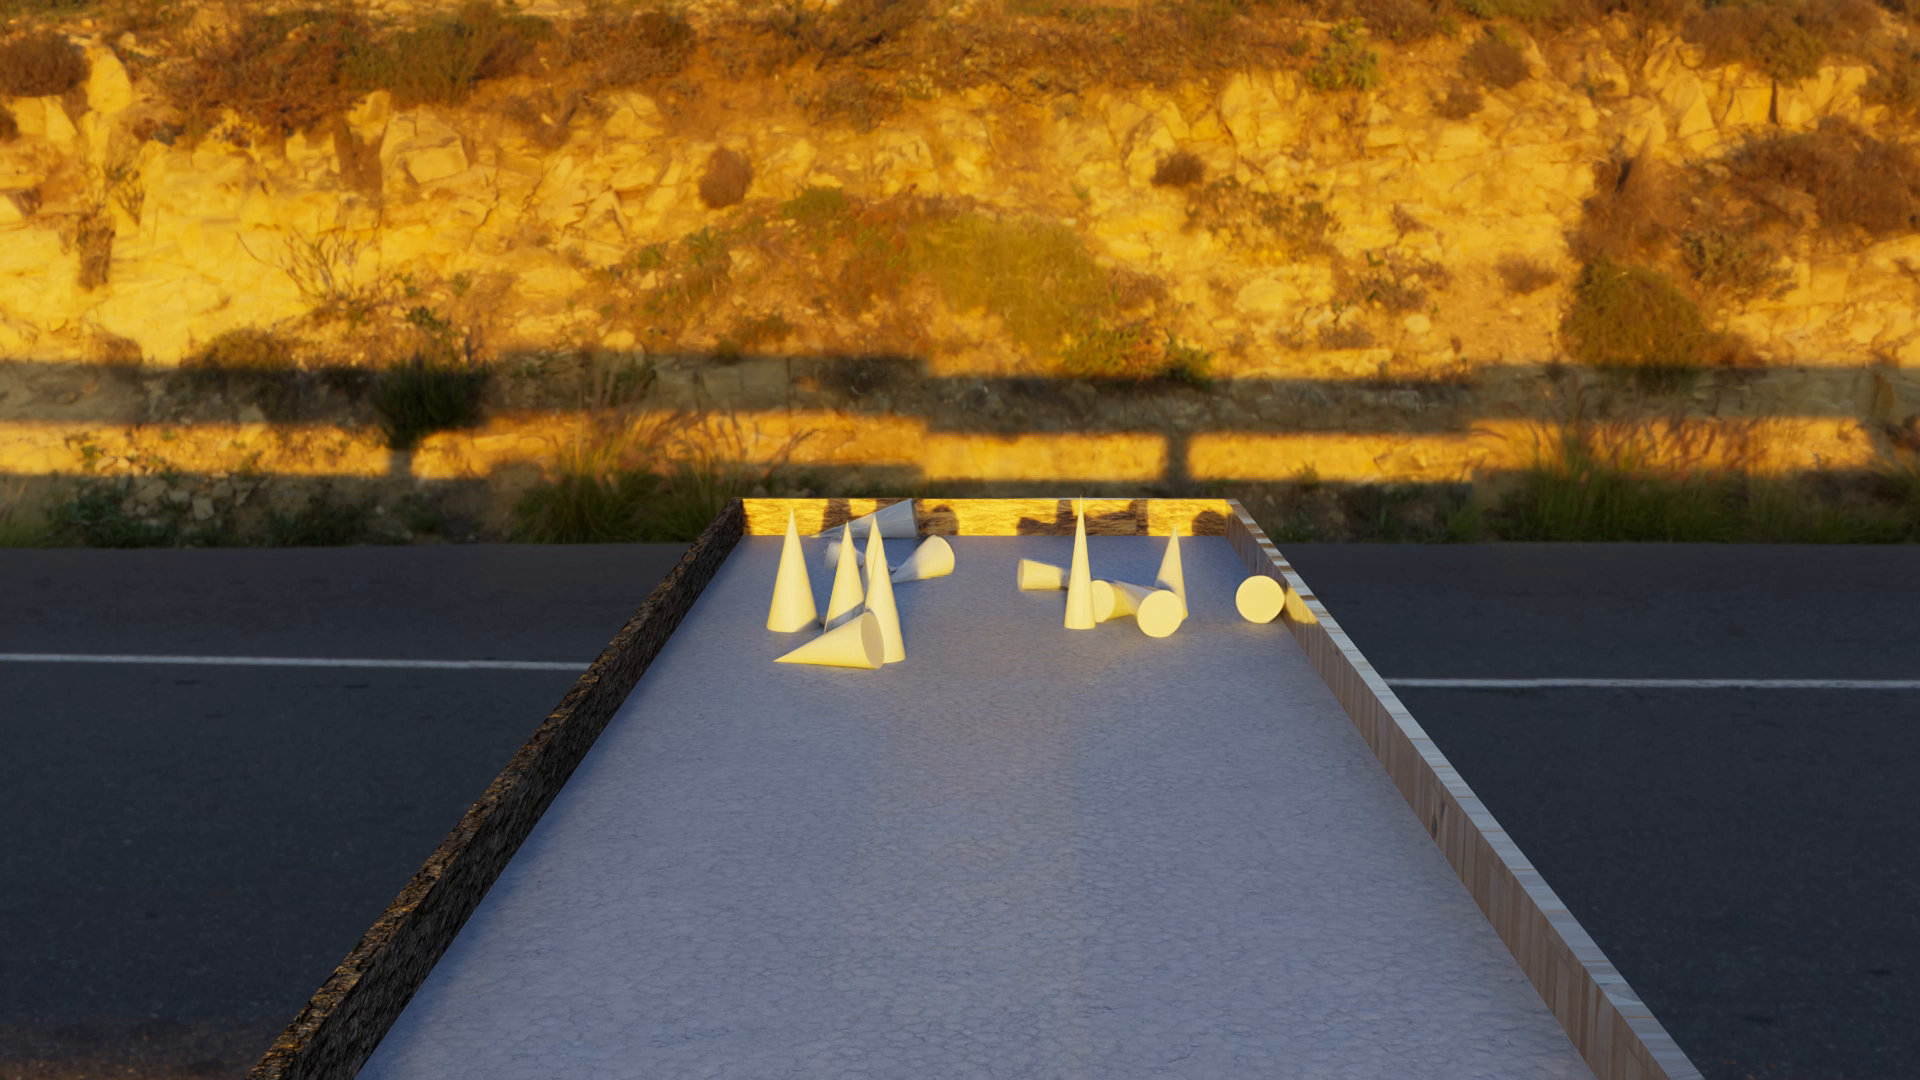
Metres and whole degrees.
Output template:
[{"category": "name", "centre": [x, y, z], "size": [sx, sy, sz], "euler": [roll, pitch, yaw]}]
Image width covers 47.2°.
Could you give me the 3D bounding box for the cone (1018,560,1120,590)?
[{"category": "cone", "centre": [0.431, 0.145, 7.920], "size": [0.438, 0.110, 0.110], "euler": [6, 8, -11]}]

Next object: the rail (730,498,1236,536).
[{"category": "rail", "centre": [0.099, -0.098, 9.147], "size": [2.100, 0.150, 0.050], "euler": [0, 9, 1]}]

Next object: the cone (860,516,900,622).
[{"category": "cone", "centre": [-0.281, 0.094, 7.251], "size": [0.168, 0.364, 0.168], "euler": [0, 9, 0]}]

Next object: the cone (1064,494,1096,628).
[{"category": "cone", "centre": [0.394, 0.067, 7.197], "size": [0.106, 0.435, 0.106], "euler": [0, 9, 0]}]

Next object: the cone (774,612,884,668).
[{"category": "cone", "centre": [-0.415, 0.334, 6.631], "size": [0.333, 0.173, 0.173], "euler": [-12, 5, 19]}]

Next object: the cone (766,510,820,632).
[{"category": "cone", "centre": [-0.547, 0.088, 7.179], "size": [0.176, 0.400, 0.176], "euler": [0, 9, 0]}]

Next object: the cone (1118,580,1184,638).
[{"category": "cone", "centre": [0.584, 0.186, 7.203], "size": [0.157, 0.157, 0.395], "euler": [-3, 16, -17]}]

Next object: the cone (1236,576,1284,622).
[{"category": "cone", "centre": [1.035, 0.210, 7.442], "size": [0.156, 0.156, 0.333], "euler": [2, -4, 15]}]

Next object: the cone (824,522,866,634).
[{"category": "cone", "centre": [-0.353, 0.133, 6.911], "size": [0.169, 0.395, 0.169], "euler": [0, 9, 0]}]

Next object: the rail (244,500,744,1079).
[{"category": "rail", "centre": [-1.004, 0.839, 3.234], "size": [0.050, 0.150, 12.000], "euler": [0, 9, 1]}]

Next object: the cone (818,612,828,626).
[{"category": "cone", "centre": [-0.415, 0.257, 7.201], "size": [0.118, 0.118, 0.388], "euler": [-7, 2, -36]}]

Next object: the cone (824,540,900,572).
[{"category": "cone", "centre": [-0.331, 0.088, 8.275], "size": [0.335, 0.112, 0.112], "euler": [12, 12, 13]}]

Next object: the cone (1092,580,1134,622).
[{"category": "cone", "centre": [0.601, 0.211, 7.456], "size": [0.139, 0.139, 0.437], "euler": [8, 3, 41]}]

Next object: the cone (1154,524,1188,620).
[{"category": "cone", "centre": [0.703, 0.086, 7.317], "size": [0.138, 0.350, 0.138], "euler": [7, -29, 4]}]

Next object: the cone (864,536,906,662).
[{"category": "cone", "centre": [-0.243, 0.167, 6.708], "size": [0.157, 0.391, 0.157], "euler": [0, 9, 0]}]

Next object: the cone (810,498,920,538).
[{"category": "cone", "centre": [-0.404, -0.050, 9.058], "size": [0.449, 0.171, 0.171], "euler": [-10, 8, 5]}]

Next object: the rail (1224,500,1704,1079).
[{"category": "rail", "centre": [1.046, 0.843, 3.208], "size": [0.050, 0.150, 12.000], "euler": [0, 9, 1]}]

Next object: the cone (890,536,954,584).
[{"category": "cone", "centre": [-0.179, 0.110, 8.070], "size": [0.156, 0.156, 0.303], "euler": [8, 27, 42]}]
